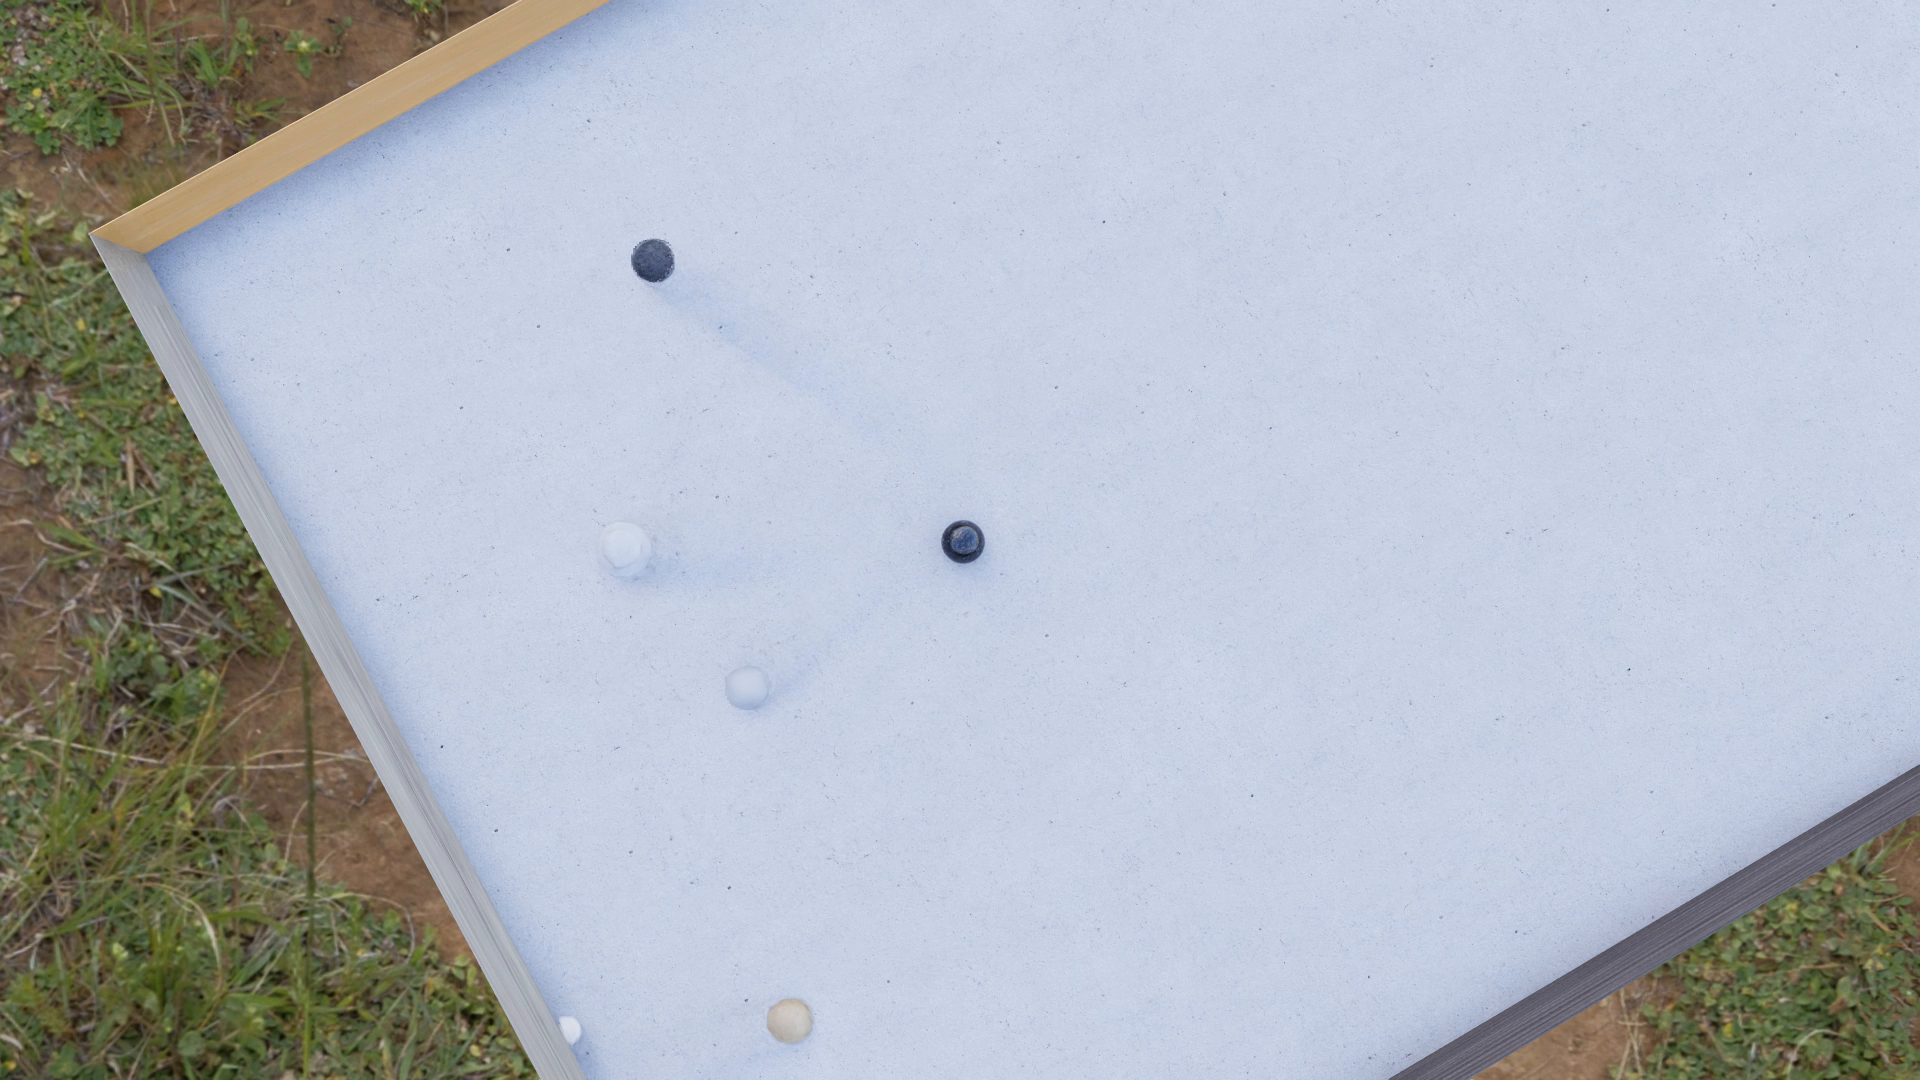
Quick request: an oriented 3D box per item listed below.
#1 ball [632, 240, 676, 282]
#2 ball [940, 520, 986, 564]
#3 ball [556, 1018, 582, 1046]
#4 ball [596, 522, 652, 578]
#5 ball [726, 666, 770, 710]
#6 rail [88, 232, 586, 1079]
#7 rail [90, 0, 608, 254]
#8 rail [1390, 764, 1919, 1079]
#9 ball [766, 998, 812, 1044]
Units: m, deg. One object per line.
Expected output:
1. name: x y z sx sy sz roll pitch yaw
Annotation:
1. ball: -0.462 -0.420 3.318 0.064 0.064 0.064 0 83 0
2. ball: 0.005 0.003 3.262 0.066 0.066 0.066 0 83 0
3. ball: -0.568 0.712 3.183 0.041 0.041 0.041 0 83 0
4. ball: -0.498 0.014 3.253 0.081 0.081 0.081 0 83 0
5. ball: -0.312 0.217 3.236 0.064 0.064 0.064 0 83 0
6. rail: -0.758 0.427 3.187 0.045 0.106 2.054 -30 84 -4
7. rail: 0.280 -1.308 3.410 3.585 0.106 0.045 -30 84 -4
8. rail: 1.276 0.420 3.188 3.585 0.106 0.045 -30 84 -4
9. ball: -0.246 0.694 3.174 0.065 0.065 0.065 0 83 0
